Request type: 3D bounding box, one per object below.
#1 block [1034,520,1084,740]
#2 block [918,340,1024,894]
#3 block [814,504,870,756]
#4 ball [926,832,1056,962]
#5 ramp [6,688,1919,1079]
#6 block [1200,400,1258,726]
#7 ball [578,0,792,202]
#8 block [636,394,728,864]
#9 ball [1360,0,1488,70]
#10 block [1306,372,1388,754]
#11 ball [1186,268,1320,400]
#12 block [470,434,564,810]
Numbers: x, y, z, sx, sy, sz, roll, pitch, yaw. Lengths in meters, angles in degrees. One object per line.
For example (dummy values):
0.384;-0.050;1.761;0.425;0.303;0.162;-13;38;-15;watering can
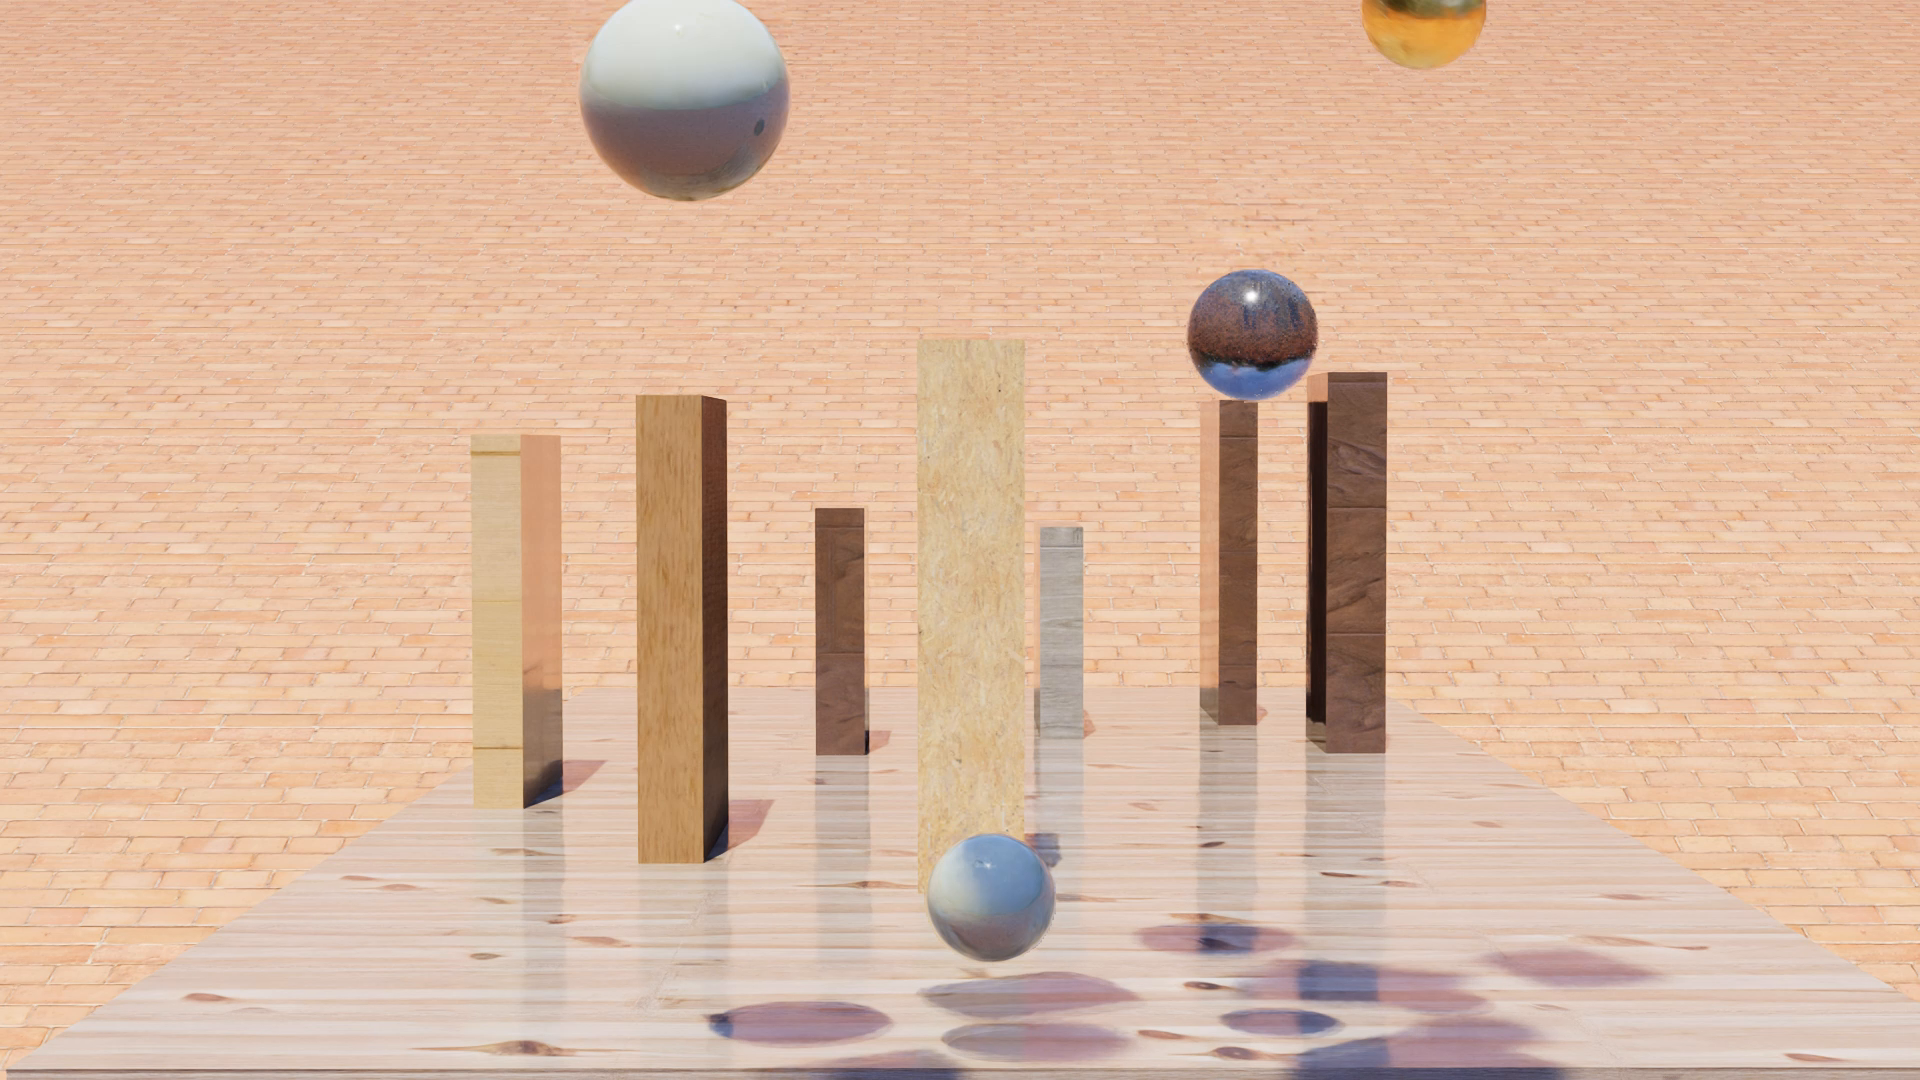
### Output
0.213;0.187;5.605;0.090;0.445;0.442;0;2;0;block
0.015;0.101;3.656;0.147;0.759;0.266;0;2;0;block
-0.238;0.178;5.239;0.098;0.492;0.264;0;2;0;block
0.031;0.362;2.610;0.131;0.131;0.131;0;24;0;ball
0.055;0.499;4.546;2.000;0.100;4.000;0;2;0;ramp
0.610;0.042;5.869;0.085;0.715;0.441;0;2;0;block
-0.251;-0.407;2.357;0.194;0.194;0.194;0;24;0;ball
-0.427;0.124;3.992;0.096;0.689;0.423;0;2;0;block
0.437;-0.502;2.426;0.117;0.117;0.117;0;24;0;ball
0.790;0.041;5.280;0.119;0.761;0.300;0;2;0;block
0.278;-0.195;2.448;0.126;0.126;0.126;0;24;0;ball
-0.782;0.131;4.573;0.084;0.635;0.444;0;2;0;block
